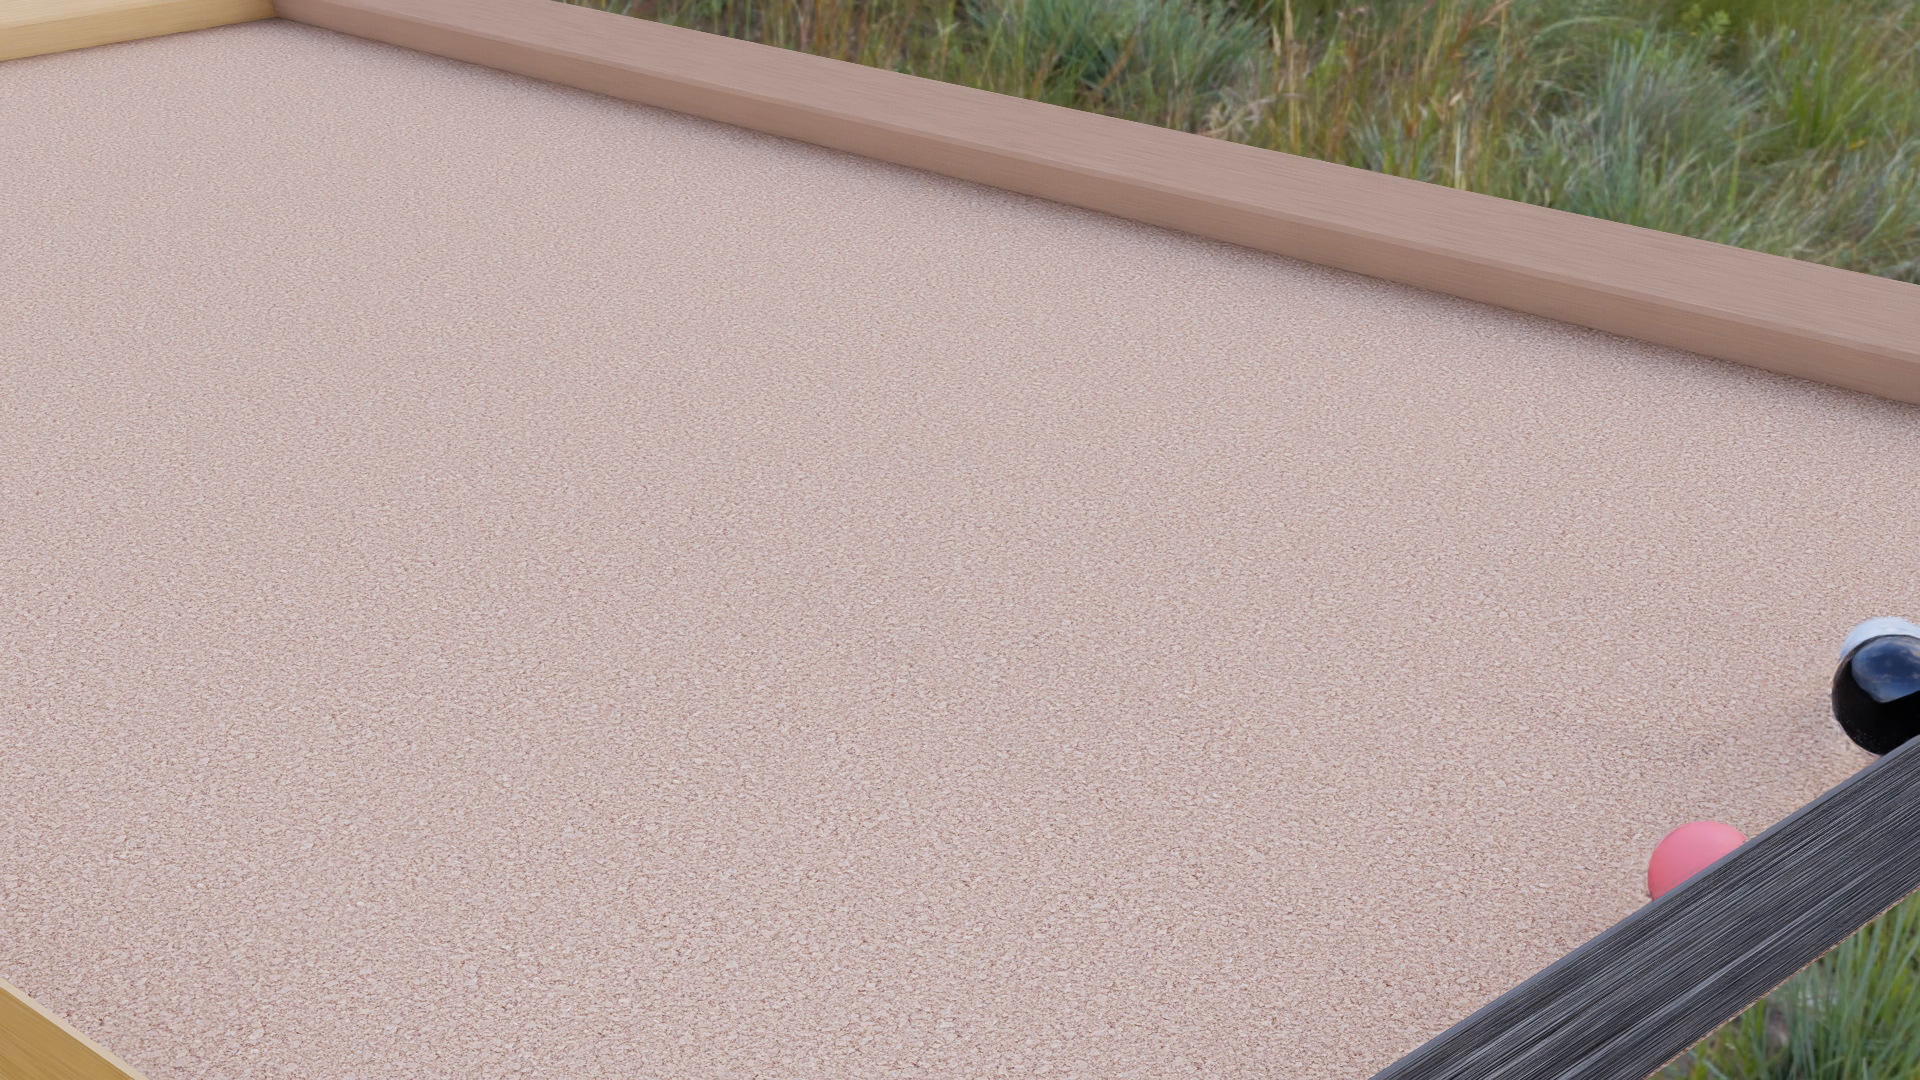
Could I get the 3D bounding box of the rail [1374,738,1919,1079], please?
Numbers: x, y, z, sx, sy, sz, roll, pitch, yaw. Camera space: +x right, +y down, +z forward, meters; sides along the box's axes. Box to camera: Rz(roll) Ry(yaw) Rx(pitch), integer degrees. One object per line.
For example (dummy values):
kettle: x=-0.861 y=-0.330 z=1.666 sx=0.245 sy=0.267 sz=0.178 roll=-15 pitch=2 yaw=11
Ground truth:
rail: x=0.629 y=0.196 z=2.052 sx=0.045 sy=0.127 sz=2.142 roll=19 pitch=28 yaw=41

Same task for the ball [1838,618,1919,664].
ball: x=0.749 y=0.101 z=2.375 sx=0.076 sy=0.076 sz=0.076 roll=0 pitch=21 yaw=0

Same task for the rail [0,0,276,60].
rail: x=-1.920 y=-0.693 z=4.372 sx=0.045 sy=0.127 sz=2.142 roll=19 pitch=28 yaw=41

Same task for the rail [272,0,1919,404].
rail: x=0.085 y=-0.517 z=3.912 sx=3.607 sy=0.127 sz=0.045 roll=19 pitch=28 yaw=41

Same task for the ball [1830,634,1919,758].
ball: x=0.729 y=0.121 z=2.293 sx=0.097 sy=0.097 sz=0.097 roll=0 pitch=21 yaw=0

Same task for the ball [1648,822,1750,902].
ball: x=0.514 y=0.234 z=2.025 sx=0.079 sy=0.079 sz=0.079 roll=0 pitch=21 yaw=0

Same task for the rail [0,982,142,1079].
rail: x=-1.377 y=0.020 z=2.511 sx=3.607 sy=0.127 sz=0.045 roll=19 pitch=28 yaw=41
